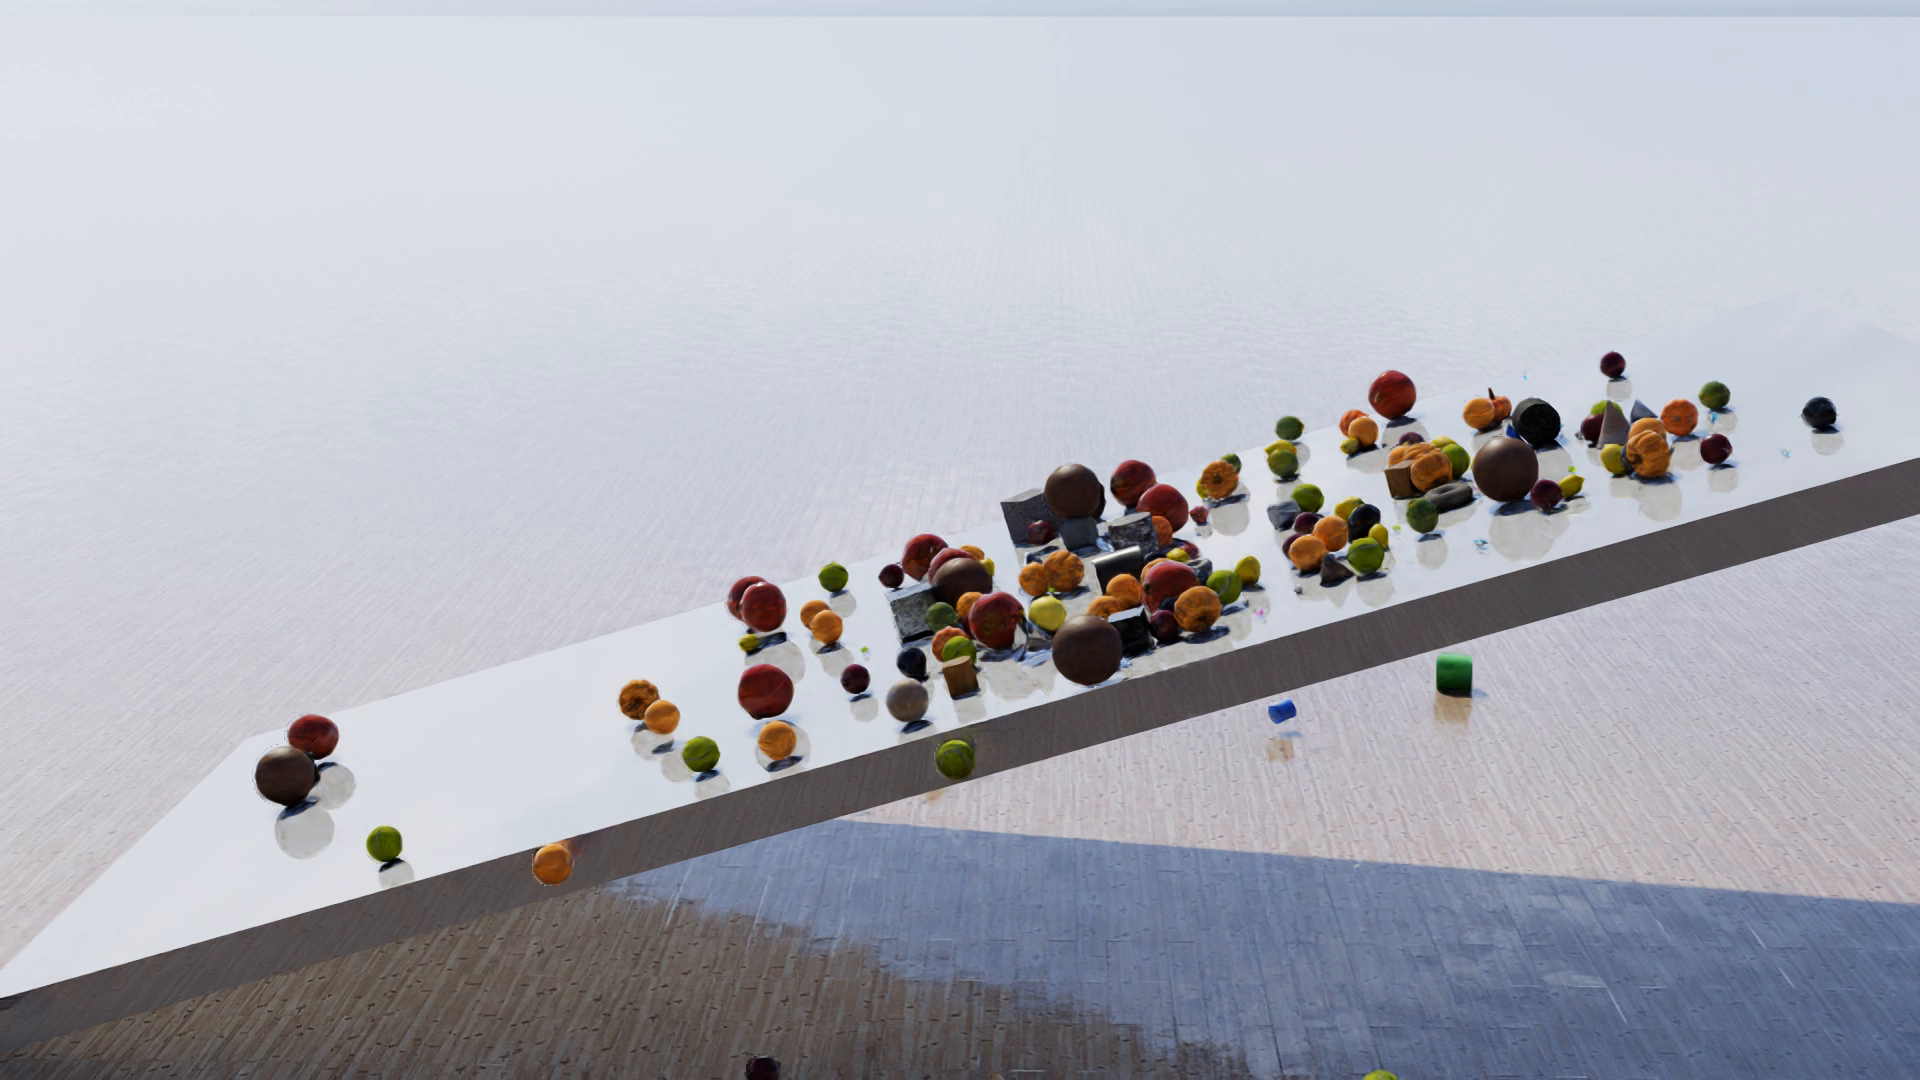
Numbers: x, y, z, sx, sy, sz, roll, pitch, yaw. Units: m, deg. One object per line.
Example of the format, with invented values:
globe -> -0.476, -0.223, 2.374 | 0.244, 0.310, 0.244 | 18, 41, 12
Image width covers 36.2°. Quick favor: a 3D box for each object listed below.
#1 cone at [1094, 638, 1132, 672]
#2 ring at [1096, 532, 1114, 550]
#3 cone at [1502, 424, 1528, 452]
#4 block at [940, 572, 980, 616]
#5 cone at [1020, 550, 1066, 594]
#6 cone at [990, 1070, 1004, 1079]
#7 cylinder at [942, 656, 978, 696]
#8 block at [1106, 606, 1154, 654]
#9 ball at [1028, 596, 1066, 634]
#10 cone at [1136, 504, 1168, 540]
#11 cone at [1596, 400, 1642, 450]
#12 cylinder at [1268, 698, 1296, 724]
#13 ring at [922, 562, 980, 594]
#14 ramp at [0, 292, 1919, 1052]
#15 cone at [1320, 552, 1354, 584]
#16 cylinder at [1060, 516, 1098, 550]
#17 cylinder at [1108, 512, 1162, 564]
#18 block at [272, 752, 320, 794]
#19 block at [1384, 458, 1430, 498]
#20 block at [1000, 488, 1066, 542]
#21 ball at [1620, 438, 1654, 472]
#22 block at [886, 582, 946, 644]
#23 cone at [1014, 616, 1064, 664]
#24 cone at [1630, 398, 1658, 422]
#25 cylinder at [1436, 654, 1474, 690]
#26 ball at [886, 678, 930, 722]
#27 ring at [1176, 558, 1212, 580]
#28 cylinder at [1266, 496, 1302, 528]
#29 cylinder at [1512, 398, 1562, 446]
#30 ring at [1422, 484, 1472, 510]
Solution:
cone -> 0.289, 0.220, 5.423 | 0.067, 0.067, 0.067 | 15, 15, 17
ring -> 0.348, -0.003, 6.553 | 0.092, 0.031, 0.092 | -16, 11, 3
cone -> 1.182, -0.224, 6.301 | 0.057, 0.057, 0.057 | -16, 10, 3
block -> 0.001, 0.117, 6.369 | 0.066, 0.066, 0.066 | -15, 10, 8
cone -> 0.184, 0.076, 6.354 | 0.096, 0.096, 0.096 | 9, 10, -4
cone -> 0.083, 1.008, 5.204 | 0.099, 0.099, 0.099 | 32, 21, 16
cylinder -> 0.000, 0.259, 5.610 | 0.058, 0.058, 0.058 | -16, 10, 3
block -> 0.320, 0.172, 5.533 | 0.066, 0.066, 0.066 | -15, 10, 13
ball -> 0.175, 0.150, 5.870 | 0.075, 0.075, 0.075 | 0, 11, 0
cone -> 0.405, -0.040, 6.500 | 0.085, 0.085, 0.085 | -17, 9, 3
cone -> 1.342, -0.245, 6.038 | 0.095, 0.095, 0.095 | -16, 10, 3
cylinder -> 0.865, 0.460, 7.909 | 0.055, 0.055, 0.055 | -21, 18, -22
ring -> -0.021, 0.086, 6.638 | 0.139, 0.046, 0.139 | -16, 11, 3
ramp -> 0.092, 0.186, 6.319 | 4.000, 0.100, 2.000 | -16, 10, 5
cone -> 0.721, 0.060, 5.589 | 0.065, 0.065, 0.065 | 11, 12, 3
cylinder -> 0.271, -0.017, 6.656 | 0.066, 0.066, 0.066 | -13, 6, 20
cylinder -> 0.375, 0.000, 6.299 | 0.096, 0.096, 0.096 | -16, 10, 3
block -> -1.494, 0.524, 6.622 | 0.066, 0.066, 0.066 | -10, 12, 37
block -> 0.940, -0.130, 6.176 | 0.061, 0.061, 0.061 | -25, 12, -38
block -> 0.176, -0.060, 6.954 | 0.100, 0.100, 0.100 | -23, 11, -30
ball -> 1.315, -0.163, 5.715 | 0.066, 0.066, 0.066 | 0, 11, 0
block -> -0.095, 0.154, 6.239 | 0.096, 0.096, 0.096 | -18, 10, -4
cone -> 0.162, 0.199, 5.714 | 0.094, 0.094, 0.094 | 8, 9, -14
cone -> 1.443, -0.264, 6.180 | 0.054, 0.054, 0.054 | 19, 18, 24
cylinder -> 1.408, 0.375, 8.373 | 0.098, 0.098, 0.098 | 2, 11, 12
ball -> -0.098, 0.299, 5.481 | 0.083, 0.083, 0.083 | 0, 11, 0
ring -> 0.478, 0.060, 5.994 | 0.078, 0.026, 0.078 | -16, 14, 4
cylinder -> 0.686, -0.058, 6.229 | 0.052, 0.052, 0.052 | -27, 21, -20
cylinder -> 1.230, -0.253, 6.278 | 0.090, 0.090, 0.090 | 0, 11, 2
ring -> 0.984, -0.087, 5.941 | 0.104, 0.035, 0.104 | -17, 11, 3
